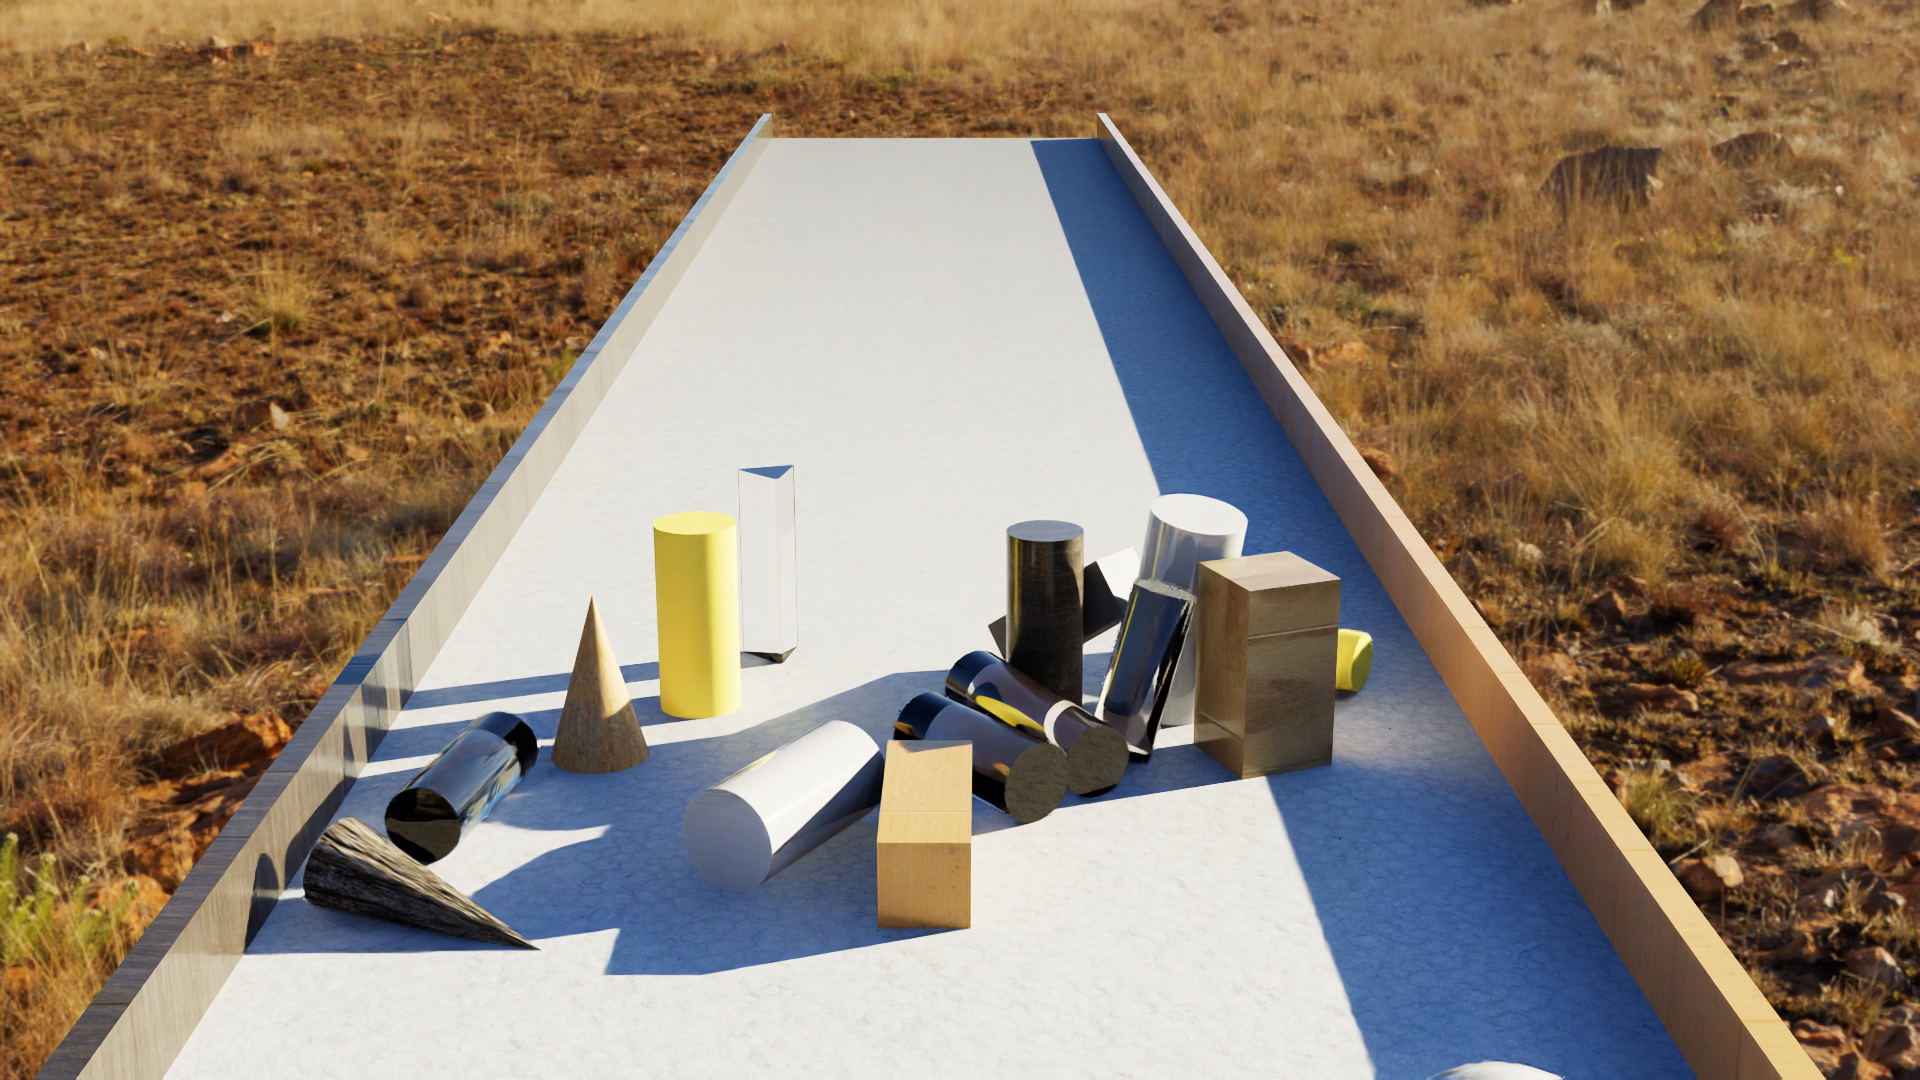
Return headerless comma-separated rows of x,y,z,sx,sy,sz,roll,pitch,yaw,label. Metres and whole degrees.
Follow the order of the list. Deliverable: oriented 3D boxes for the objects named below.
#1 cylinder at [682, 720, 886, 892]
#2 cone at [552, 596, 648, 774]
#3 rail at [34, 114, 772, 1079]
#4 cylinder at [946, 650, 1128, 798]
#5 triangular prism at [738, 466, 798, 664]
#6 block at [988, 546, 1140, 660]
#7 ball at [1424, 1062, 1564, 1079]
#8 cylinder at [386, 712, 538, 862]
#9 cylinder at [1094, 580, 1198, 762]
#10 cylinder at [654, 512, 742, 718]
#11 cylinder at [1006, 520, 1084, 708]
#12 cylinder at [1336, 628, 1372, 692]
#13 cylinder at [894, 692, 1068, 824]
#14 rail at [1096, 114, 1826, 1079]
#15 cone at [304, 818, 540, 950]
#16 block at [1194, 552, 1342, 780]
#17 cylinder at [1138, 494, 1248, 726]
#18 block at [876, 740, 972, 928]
-0.275,0.421,3.516,0.169,0.169,0.331,9,19,29,cylinder
-0.643,0.239,3.890,0.174,0.304,0.174,0,17,0,cone
-1.118,-0.838,7.780,0.050,0.150,12.000,0,17,-1,rail
0.131,0.322,3.919,0.129,0.129,0.435,-9,19,-26,cylinder
-0.366,0.043,4.411,0.112,0.382,0.097,15,22,41,triangular prism
0.217,0.142,4.254,0.115,0.115,0.326,-18,-11,-46,block
0.571,0.706,2.318,0.305,0.305,0.305,0,17,0,ball
-0.821,0.404,3.647,0.127,0.127,0.341,3,17,10,cylinder
0.321,0.231,3.886,0.116,0.301,0.116,15,10,-3,cylinder
-0.492,0.140,4.127,0.153,0.359,0.153,0,17,0,cylinder
0.159,0.148,4.119,0.145,0.346,0.145,0,16,0,cylinder
0.576,0.205,4.336,0.453,0.116,0.116,9,19,29,cylinder
0.033,0.367,3.747,0.139,0.139,0.303,-13,21,-37,cylinder
0.932,-0.844,7.801,0.050,0.150,12.000,0,17,-1,rail
-0.779,0.544,3.274,0.381,0.142,0.142,18,22,20,cone
0.540,0.218,3.887,0.180,0.345,0.180,-7,18,-21,block
0.407,0.129,4.065,0.178,0.389,0.178,7,24,-3,cylinder
-0.051,0.455,3.454,0.139,0.139,0.405,0,17,0,block
